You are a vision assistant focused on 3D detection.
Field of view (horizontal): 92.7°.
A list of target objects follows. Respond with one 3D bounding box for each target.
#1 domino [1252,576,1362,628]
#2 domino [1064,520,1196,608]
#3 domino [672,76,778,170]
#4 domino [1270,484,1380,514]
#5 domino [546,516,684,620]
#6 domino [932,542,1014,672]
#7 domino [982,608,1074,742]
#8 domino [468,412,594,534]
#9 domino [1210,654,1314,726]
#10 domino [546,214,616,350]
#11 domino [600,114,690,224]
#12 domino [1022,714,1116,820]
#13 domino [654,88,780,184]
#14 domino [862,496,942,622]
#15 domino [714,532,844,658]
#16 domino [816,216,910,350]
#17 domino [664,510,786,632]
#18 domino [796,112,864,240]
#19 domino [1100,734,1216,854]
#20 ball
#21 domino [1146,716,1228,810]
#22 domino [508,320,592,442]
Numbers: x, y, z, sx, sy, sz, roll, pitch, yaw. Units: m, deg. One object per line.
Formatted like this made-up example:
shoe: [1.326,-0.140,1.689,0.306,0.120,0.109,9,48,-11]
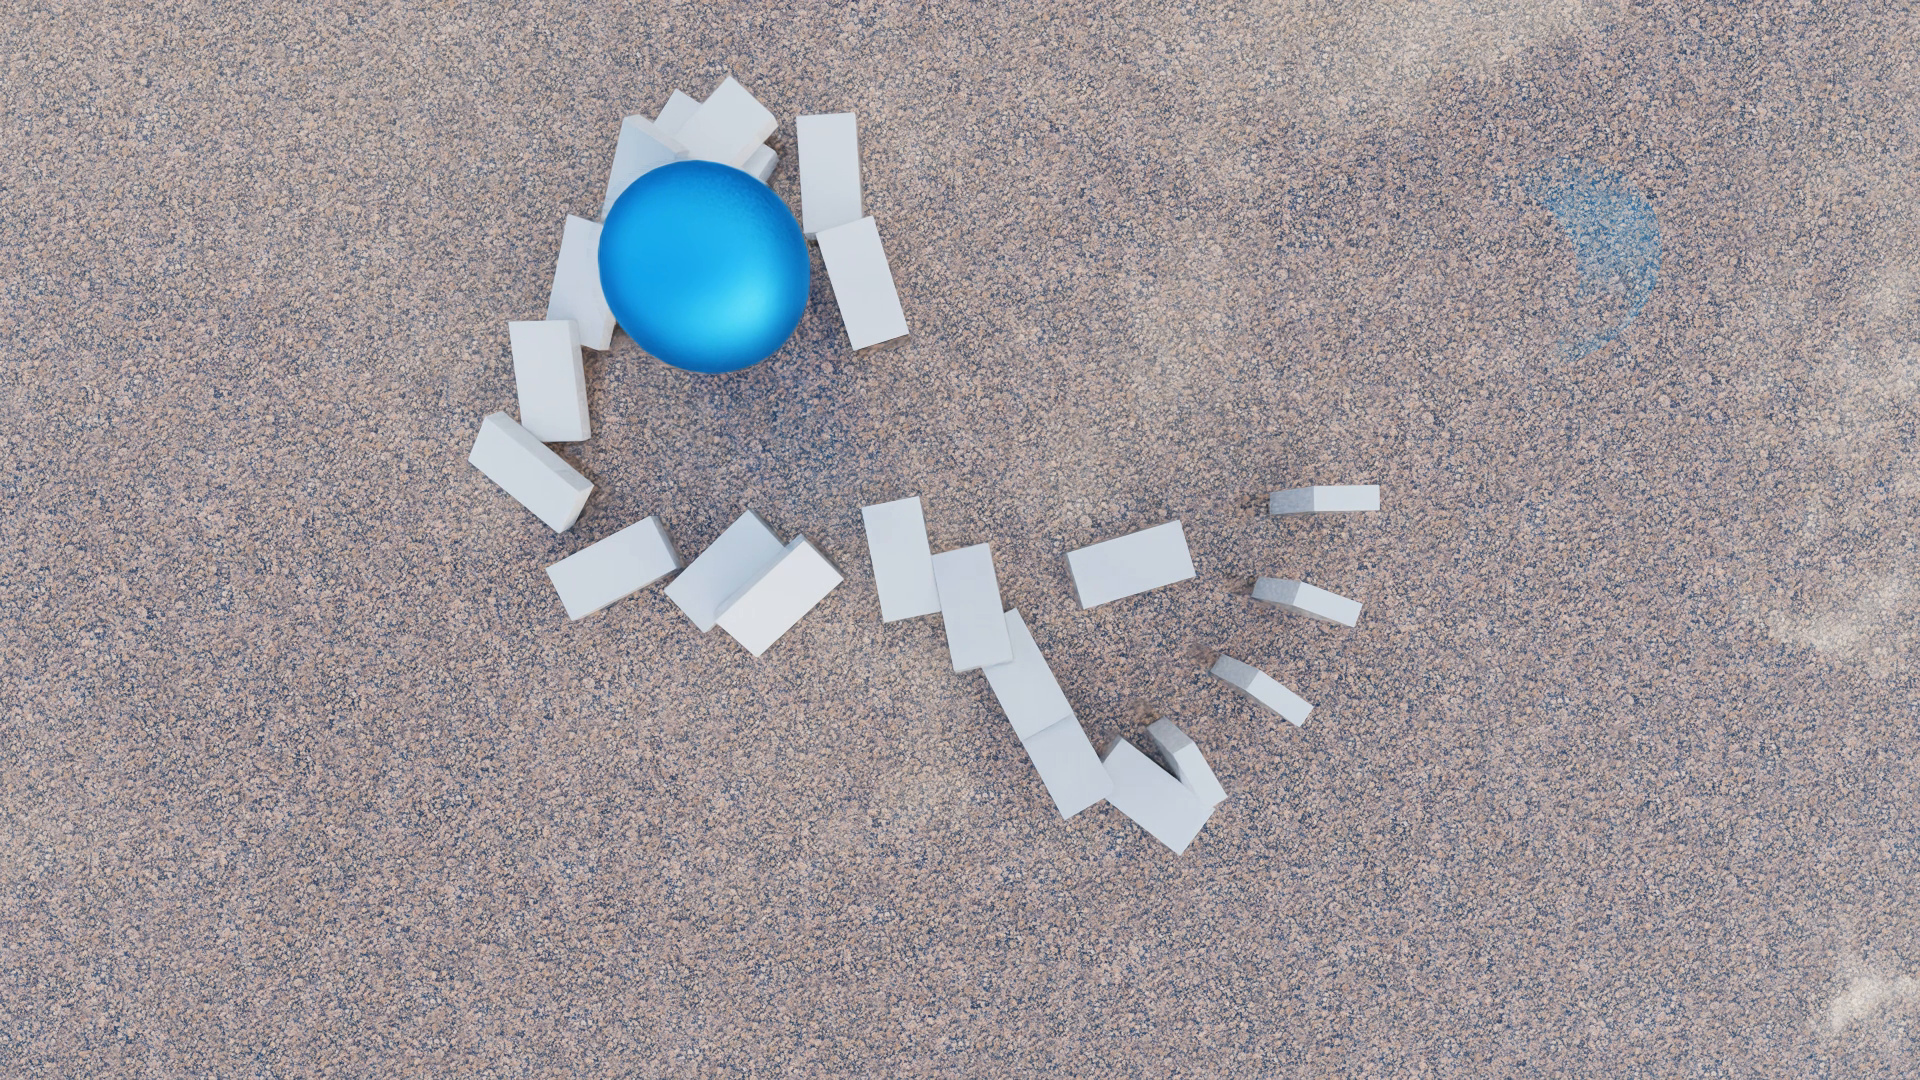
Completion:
domino: [0.140,0.025,0.375,0.025,0.050,0.010,20,90,0]
domino: [0.073,0.010,0.395,0.050,0.009,0.025,-16,90,0]
domino: [-0.104,-0.166,0.386,0.025,0.009,0.050,43,90,0]
domino: [0.148,-0.016,0.375,0.025,0.050,0.010,-1,90,0]
domino: [-0.149,0.012,0.395,0.050,0.010,0.025,-27,90,0]
domino: [0.005,0.029,0.388,0.025,0.010,0.050,-13,76,4]
domino: [0.025,0.057,0.389,0.025,0.009,0.050,-29,75,0]
domino: [-0.183,-0.029,0.390,0.050,0.009,0.025,39,119,0]
domino: [0.122,0.061,0.375,0.025,0.050,0.010,35,90,0]
domino: [-0.158,-0.109,0.390,0.025,0.010,0.050,19,103,0]
domino: [-0.132,-0.146,0.381,0.025,0.009,0.050,34,128,0]
domino: [0.043,0.090,0.389,0.025,0.010,0.050,-29,76,0]
domino: [-0.107,-0.169,0.395,0.050,0.009,0.025,32,90,0]
domino: [-0.025,0.008,0.395,0.025,0.009,0.050,-11,90,0]
domino: [-0.077,0.024,0.390,0.050,0.010,0.025,-42,117,0]
domino: [-0.041,-0.109,0.390,0.025,0.009,0.050,-17,102,0]
domino: [-0.100,0.013,0.395,0.050,0.009,0.025,-44,90,0]
domino: [-0.056,-0.157,0.395,0.025,0.010,0.050,-4,90,0]
domino: [0.081,0.109,0.395,0.050,0.010,0.025,37,90,0]
ball: [-0.100,-0.106,0.360,0.080,0.080,0.080,0,90,0]
domino: [0.092,0.090,0.375,0.010,0.050,0.025,-31,90,0]
domino: [-0.174,-0.067,0.390,0.025,0.010,0.050,-1,103,1]
